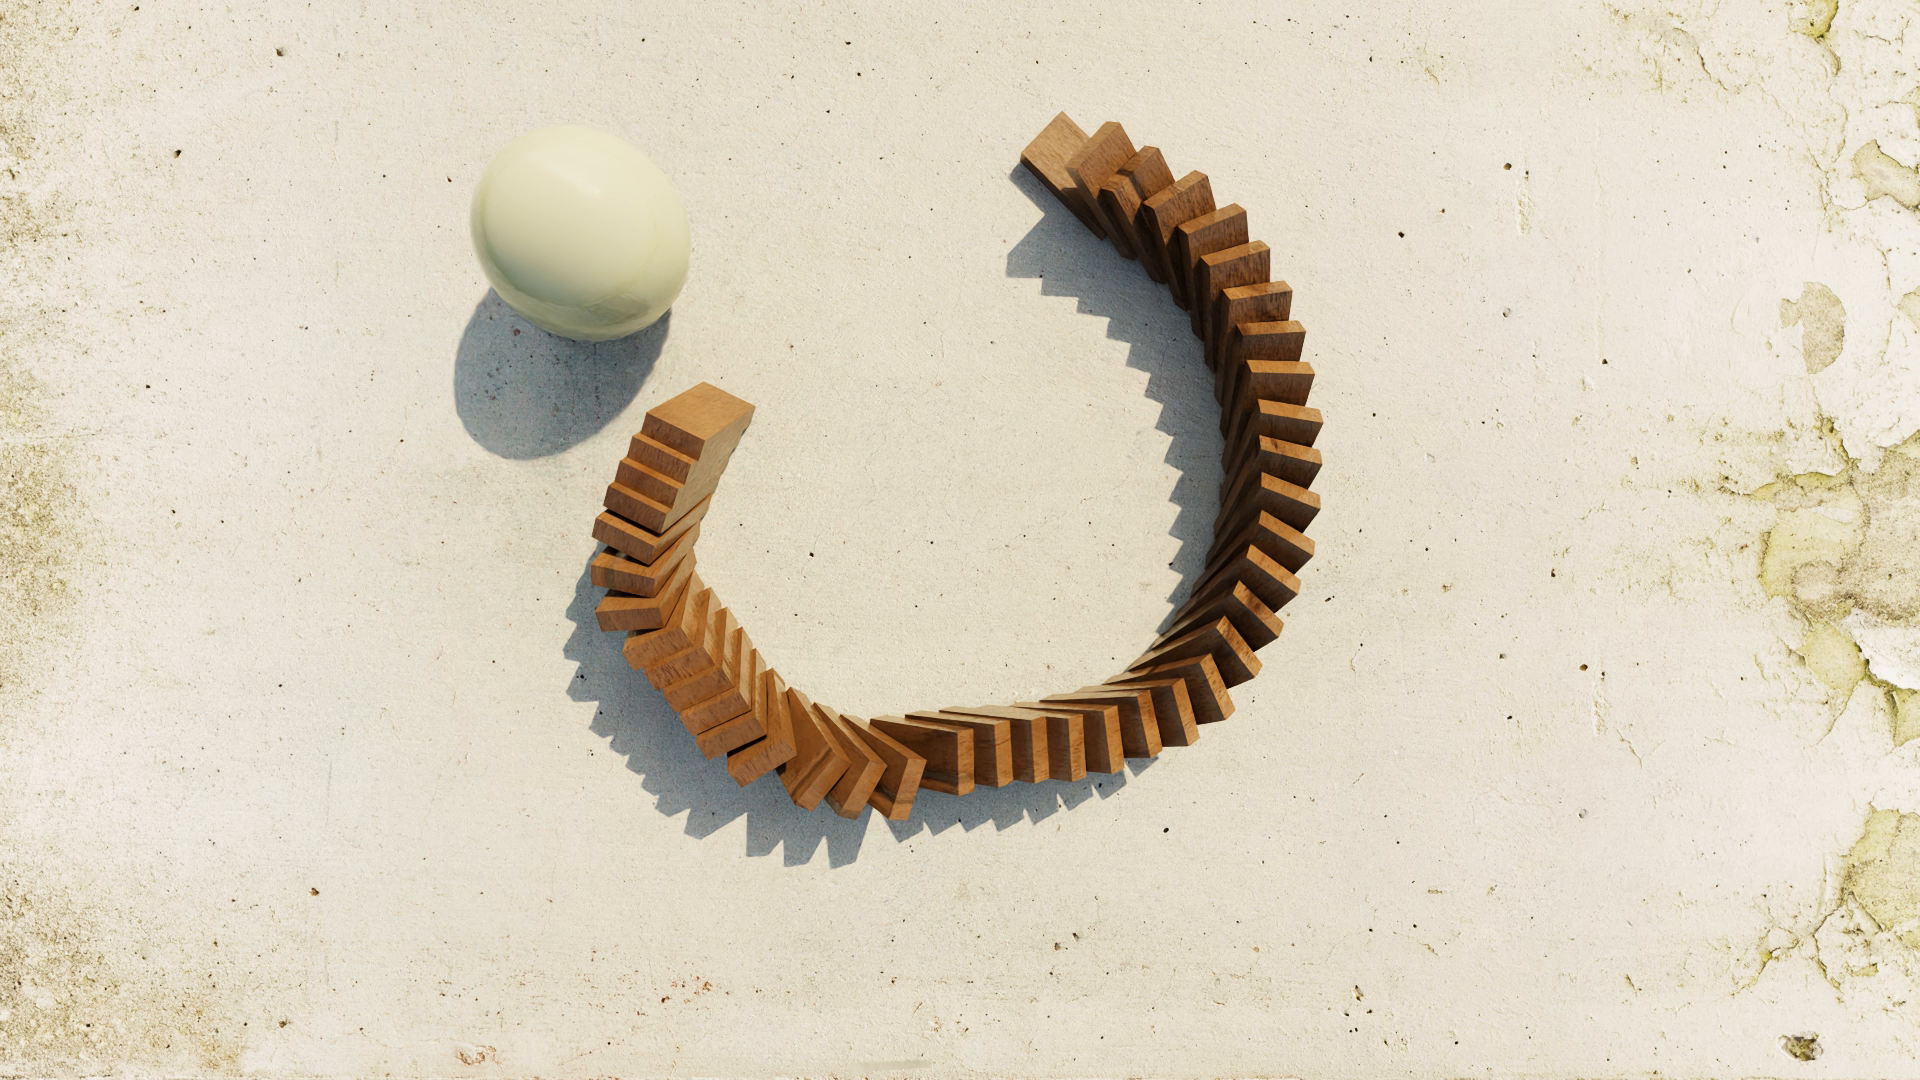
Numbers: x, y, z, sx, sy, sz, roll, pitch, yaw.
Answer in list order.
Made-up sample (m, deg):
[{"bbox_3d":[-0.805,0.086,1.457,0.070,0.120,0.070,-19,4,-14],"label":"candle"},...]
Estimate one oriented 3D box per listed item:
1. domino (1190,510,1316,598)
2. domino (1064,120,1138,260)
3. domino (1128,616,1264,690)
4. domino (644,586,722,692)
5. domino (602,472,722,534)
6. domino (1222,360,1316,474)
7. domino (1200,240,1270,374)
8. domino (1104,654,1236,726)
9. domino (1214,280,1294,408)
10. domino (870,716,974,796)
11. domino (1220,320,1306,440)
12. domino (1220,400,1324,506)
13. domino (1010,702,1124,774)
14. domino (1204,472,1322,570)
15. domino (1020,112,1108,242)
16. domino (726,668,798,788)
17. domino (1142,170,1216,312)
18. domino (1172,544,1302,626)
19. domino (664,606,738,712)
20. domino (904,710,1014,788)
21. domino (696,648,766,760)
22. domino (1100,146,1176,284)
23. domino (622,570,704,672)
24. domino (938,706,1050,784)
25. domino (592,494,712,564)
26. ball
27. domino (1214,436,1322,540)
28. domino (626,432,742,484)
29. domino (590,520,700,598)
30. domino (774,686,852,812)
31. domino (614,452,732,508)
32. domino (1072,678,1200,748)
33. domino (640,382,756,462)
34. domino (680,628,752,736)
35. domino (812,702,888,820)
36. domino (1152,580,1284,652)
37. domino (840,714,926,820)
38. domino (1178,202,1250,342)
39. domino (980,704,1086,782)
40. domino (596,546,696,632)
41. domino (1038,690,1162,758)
[{"bbox_3d":[0.120,0.013,0.379,0.025,0.009,0.050,31,133,0],"label":"domino"},{"bbox_3d":[0.067,-0.144,0.380,0.025,0.010,0.050,-46,128,1],"label":"domino"},{"bbox_3d":[0.096,0.053,0.379,0.025,0.009,0.050,52,135,0],"label":"domino"},{"bbox_3d":[-0.113,0.039,0.376,0.025,0.050,0.010,-24,117,0],"label":"domino"},{"bbox_3d":[-0.121,-0.021,0.375,0.025,0.050,0.010,26,116,0],"label":"domino"},{"bbox_3d":[0.127,-0.050,0.380,0.025,0.010,0.050,1,130,0],"label":"domino"},{"bbox_3d":[0.115,-0.096,0.380,0.025,0.009,0.050,-16,130,0],"label":"domino"},{"bbox_3d":[0.085,0.065,0.379,0.050,0.009,0.025,-23,91,44],"label":"domino"},{"bbox_3d":[0.121,-0.081,0.380,0.025,0.009,0.050,-8,131,0],"label":"domino"},{"bbox_3d":[-0.016,0.089,0.380,0.050,0.009,0.025,-1,90,41],"label":"domino"},{"bbox_3d":[0.125,-0.065,0.380,0.025,0.010,0.050,-4,131,0],"label":"domino"},{"bbox_3d":[0.128,-0.033,0.380,0.025,0.010,0.050,9,133,0],"label":"domino"},{"bbox_3d":[0.043,0.081,0.379,0.050,0.010,0.025,-7,90,43],"label":"domino"},{"bbox_3d":[0.124,-0.003,0.379,0.025,0.010,0.050,21,134,0],"label":"domino"},{"bbox_3d":[0.053,-0.157,0.395,0.050,0.010,0.025,44,90,0],"label":"domino"},{"bbox_3d":[-0.083,0.076,0.376,0.025,0.050,0.010,-31,121,0],"label":"domino"},{"bbox_3d":[0.096,-0.123,0.381,0.025,0.010,0.050,-32,129,0],"label":"domino"},{"bbox_3d":[0.114,0.026,0.379,0.025,0.010,0.050,36,133,0],"label":"domino"},{"bbox_3d":[-0.105,0.048,0.376,0.025,0.050,0.009,-24,117,0],"label":"domino"},{"bbox_3d":[-0.001,0.086,0.380,0.050,0.009,0.025,-4,90,41],"label":"domino"},{"bbox_3d":[-0.093,0.066,0.376,0.025,0.050,0.010,-24,118,0],"label":"domino"},{"bbox_3d":[0.081,-0.134,0.381,0.025,0.009,0.050,-44,128,0],"label":"domino"},{"bbox_3d":[-0.121,0.031,0.375,0.025,0.050,0.010,-24,117,1],"label":"domino"},{"bbox_3d":[0.013,0.084,0.380,0.050,0.010,0.025,-3,90,42],"label":"domino"},{"bbox_3d":[-0.125,-0.010,0.376,0.025,0.050,0.009,26,119,0],"label":"domino"},{"bbox_3d":[-0.147,-0.119,0.360,0.080,0.080,0.080,0,90,0],"label":"ball"},{"bbox_3d":[0.126,-0.018,0.379,0.025,0.010,0.050,14,133,0],"label":"domino"},{"bbox_3d":[-0.111,-0.040,0.375,0.025,0.050,0.010,26,116,0],"label":"domino"},{"bbox_3d":[-0.128,0.004,0.376,0.025,0.050,0.009,12,120,0],"label":"domino"},{"bbox_3d":[-0.066,0.085,0.378,0.025,0.050,0.009,-50,130,0],"label":"domino"},{"bbox_3d":[-0.116,-0.031,0.375,0.025,0.050,0.009,26,116,0],"label":"domino"},{"bbox_3d":[0.072,0.072,0.379,0.050,0.009,0.025,-14,92,43],"label":"domino"},{"bbox_3d":[-0.106,-0.050,0.375,0.025,0.050,0.009,26,116,0],"label":"domino"},{"bbox_3d":[-0.099,0.057,0.376,0.025,0.050,0.010,-24,117,0],"label":"domino"},{"bbox_3d":[-0.052,0.090,0.378,0.010,0.050,0.025,30,90,-40],"label":"domino"},{"bbox_3d":[0.106,0.040,0.379,0.025,0.009,0.050,44,134,0],"label":"domino"},{"bbox_3d":[-0.036,0.093,0.378,0.009,0.050,0.025,18,90,-42],"label":"domino"},{"bbox_3d":[0.107,-0.110,0.380,0.025,0.009,0.050,-22,131,0],"label":"domino"},{"bbox_3d":[0.028,0.083,0.380,0.050,0.009,0.025,-4,90,43],"label":"domino"},{"bbox_3d":[-0.127,0.019,0.375,0.025,0.050,0.009,-4,119,2],"label":"domino"},{"bbox_3d":[0.057,0.076,0.379,0.050,0.010,0.025,-12,91,43],"label":"domino"}]
